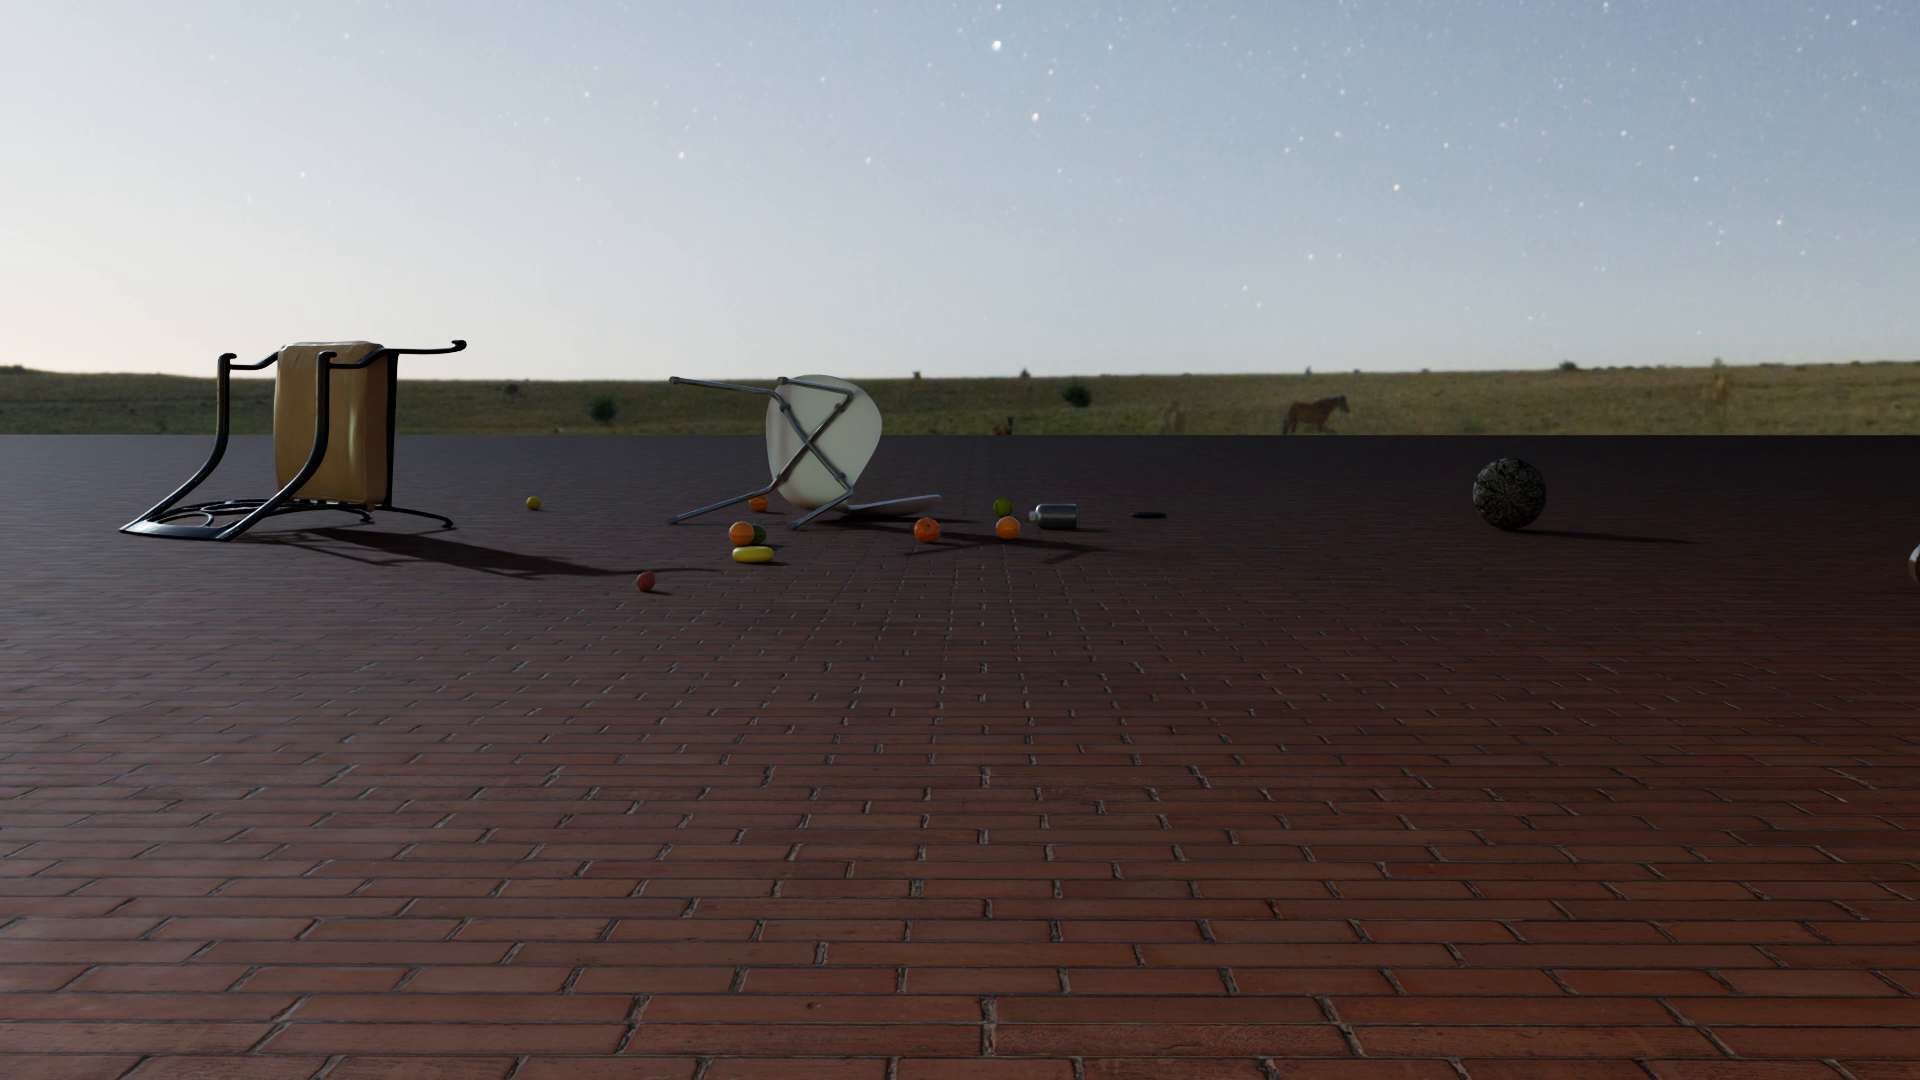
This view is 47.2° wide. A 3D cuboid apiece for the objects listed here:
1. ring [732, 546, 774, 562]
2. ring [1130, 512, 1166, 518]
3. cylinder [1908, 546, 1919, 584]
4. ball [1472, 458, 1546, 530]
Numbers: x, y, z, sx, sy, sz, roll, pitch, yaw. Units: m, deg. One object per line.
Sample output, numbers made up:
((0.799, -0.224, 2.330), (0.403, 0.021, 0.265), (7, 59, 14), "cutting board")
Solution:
((-0.539, 0.038, 5.726), (0.104, 0.037, 0.127), (-3, 4, -29), "ring")
((0.661, -0.089, 7.722), (0.125, 0.016, 0.137), (1, 4, 10), "ring")
((2.187, 0.057, 4.920), (0.106, 0.112, 0.074), (42, 12, 8), "cylinder")
((1.755, -0.148, 7.019), (0.230, 0.230, 0.230), (0, 4, 0), "ball")
